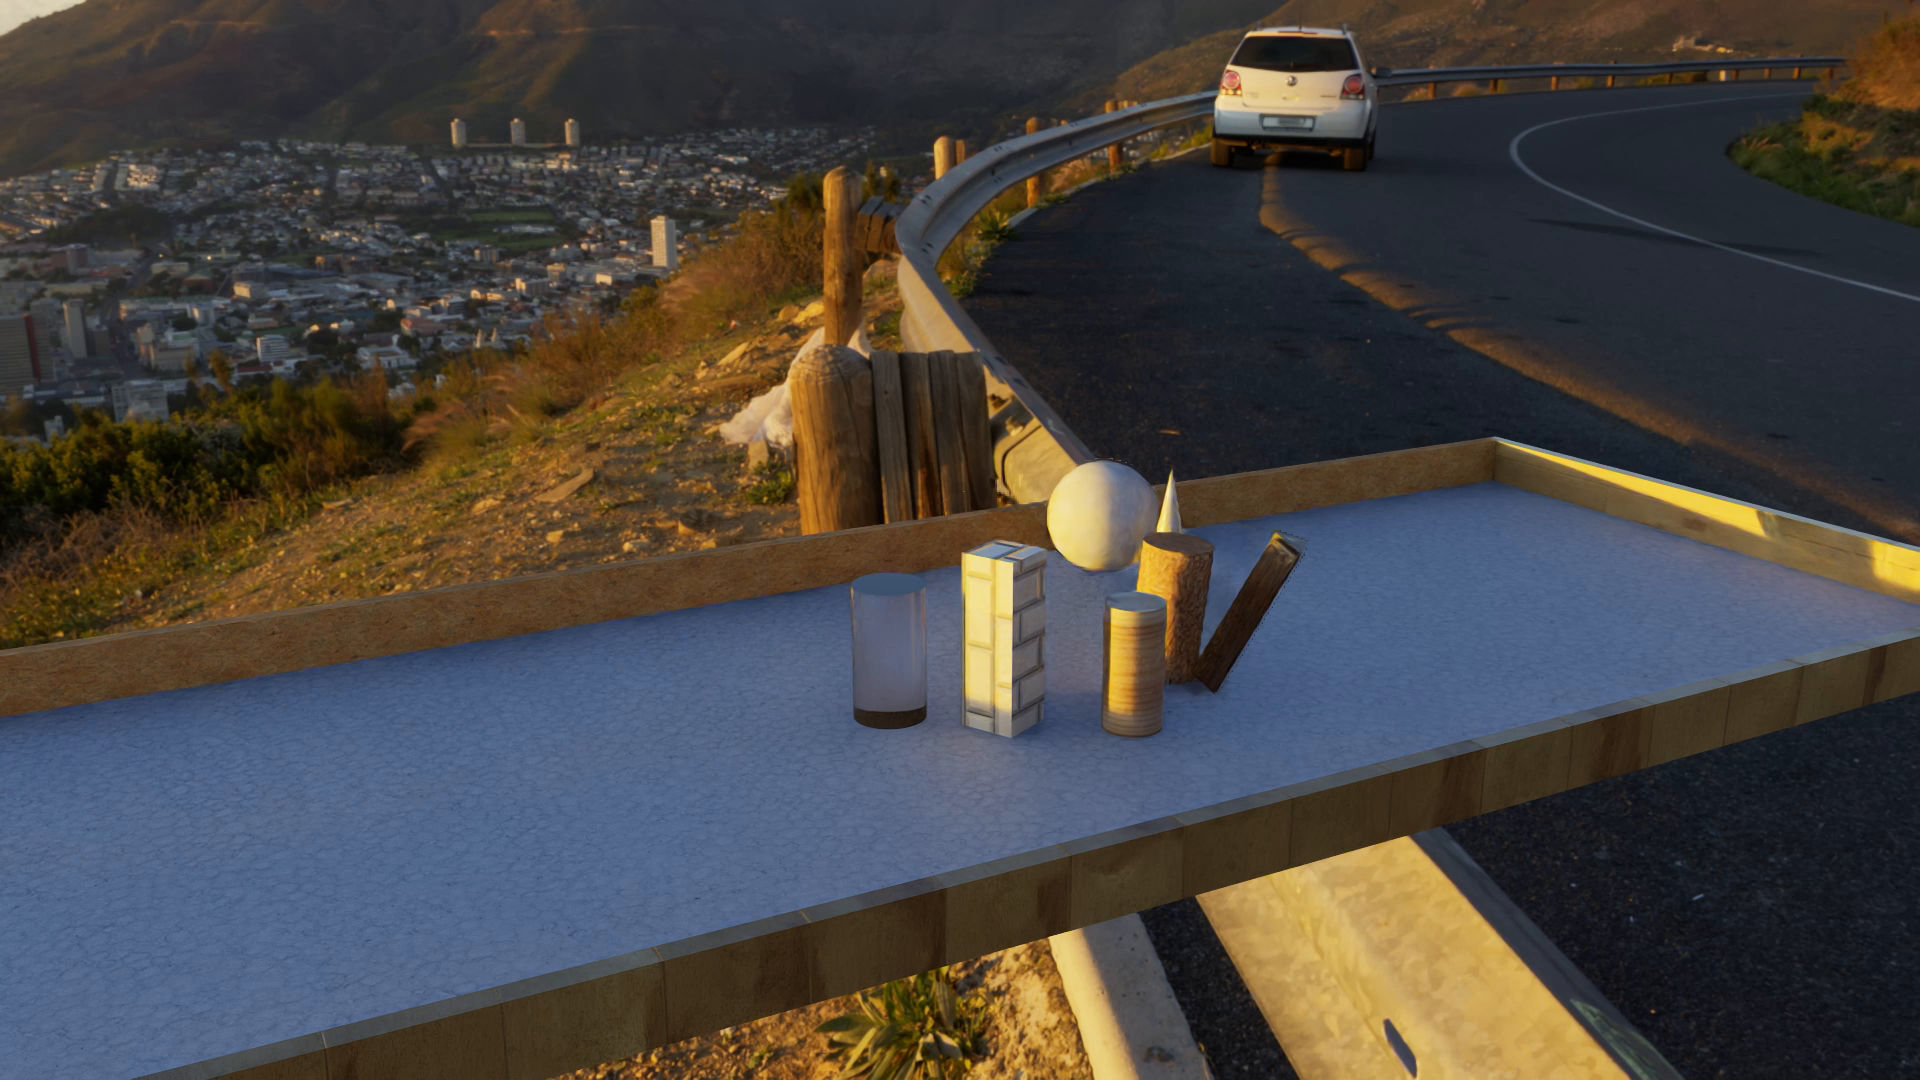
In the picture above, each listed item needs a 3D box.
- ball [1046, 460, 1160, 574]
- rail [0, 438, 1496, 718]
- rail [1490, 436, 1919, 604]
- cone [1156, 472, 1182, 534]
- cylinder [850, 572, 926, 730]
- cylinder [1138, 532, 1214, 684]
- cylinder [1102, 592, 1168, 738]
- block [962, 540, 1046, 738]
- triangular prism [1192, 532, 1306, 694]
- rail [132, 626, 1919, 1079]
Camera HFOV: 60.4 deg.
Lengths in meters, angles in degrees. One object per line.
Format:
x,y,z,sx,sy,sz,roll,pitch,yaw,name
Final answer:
0.410,-0.066,4.713,0.322,0.322,0.322,0,16,0,ball
-3.305,0.497,3.399,12.000,0.150,0.050,-9,18,-27,rail
2.466,-0.048,5.253,0.050,0.150,2.100,-9,18,-27,rail
0.580,0.006,4.576,0.168,0.427,0.168,0,16,0,cone
-0.167,0.260,3.888,0.176,0.328,0.176,0,16,0,cylinder
0.528,0.170,4.144,0.175,0.342,0.175,5,17,-2,cylinder
0.403,0.289,3.828,0.144,0.307,0.144,0,16,0,cylinder
0.102,0.227,3.835,0.139,0.421,0.139,11,20,34,block
0.716,0.180,4.024,0.076,0.428,0.087,0,36,-46,triangular prism
-2.336,1.006,1.665,12.000,0.150,0.050,-9,18,-27,rail
